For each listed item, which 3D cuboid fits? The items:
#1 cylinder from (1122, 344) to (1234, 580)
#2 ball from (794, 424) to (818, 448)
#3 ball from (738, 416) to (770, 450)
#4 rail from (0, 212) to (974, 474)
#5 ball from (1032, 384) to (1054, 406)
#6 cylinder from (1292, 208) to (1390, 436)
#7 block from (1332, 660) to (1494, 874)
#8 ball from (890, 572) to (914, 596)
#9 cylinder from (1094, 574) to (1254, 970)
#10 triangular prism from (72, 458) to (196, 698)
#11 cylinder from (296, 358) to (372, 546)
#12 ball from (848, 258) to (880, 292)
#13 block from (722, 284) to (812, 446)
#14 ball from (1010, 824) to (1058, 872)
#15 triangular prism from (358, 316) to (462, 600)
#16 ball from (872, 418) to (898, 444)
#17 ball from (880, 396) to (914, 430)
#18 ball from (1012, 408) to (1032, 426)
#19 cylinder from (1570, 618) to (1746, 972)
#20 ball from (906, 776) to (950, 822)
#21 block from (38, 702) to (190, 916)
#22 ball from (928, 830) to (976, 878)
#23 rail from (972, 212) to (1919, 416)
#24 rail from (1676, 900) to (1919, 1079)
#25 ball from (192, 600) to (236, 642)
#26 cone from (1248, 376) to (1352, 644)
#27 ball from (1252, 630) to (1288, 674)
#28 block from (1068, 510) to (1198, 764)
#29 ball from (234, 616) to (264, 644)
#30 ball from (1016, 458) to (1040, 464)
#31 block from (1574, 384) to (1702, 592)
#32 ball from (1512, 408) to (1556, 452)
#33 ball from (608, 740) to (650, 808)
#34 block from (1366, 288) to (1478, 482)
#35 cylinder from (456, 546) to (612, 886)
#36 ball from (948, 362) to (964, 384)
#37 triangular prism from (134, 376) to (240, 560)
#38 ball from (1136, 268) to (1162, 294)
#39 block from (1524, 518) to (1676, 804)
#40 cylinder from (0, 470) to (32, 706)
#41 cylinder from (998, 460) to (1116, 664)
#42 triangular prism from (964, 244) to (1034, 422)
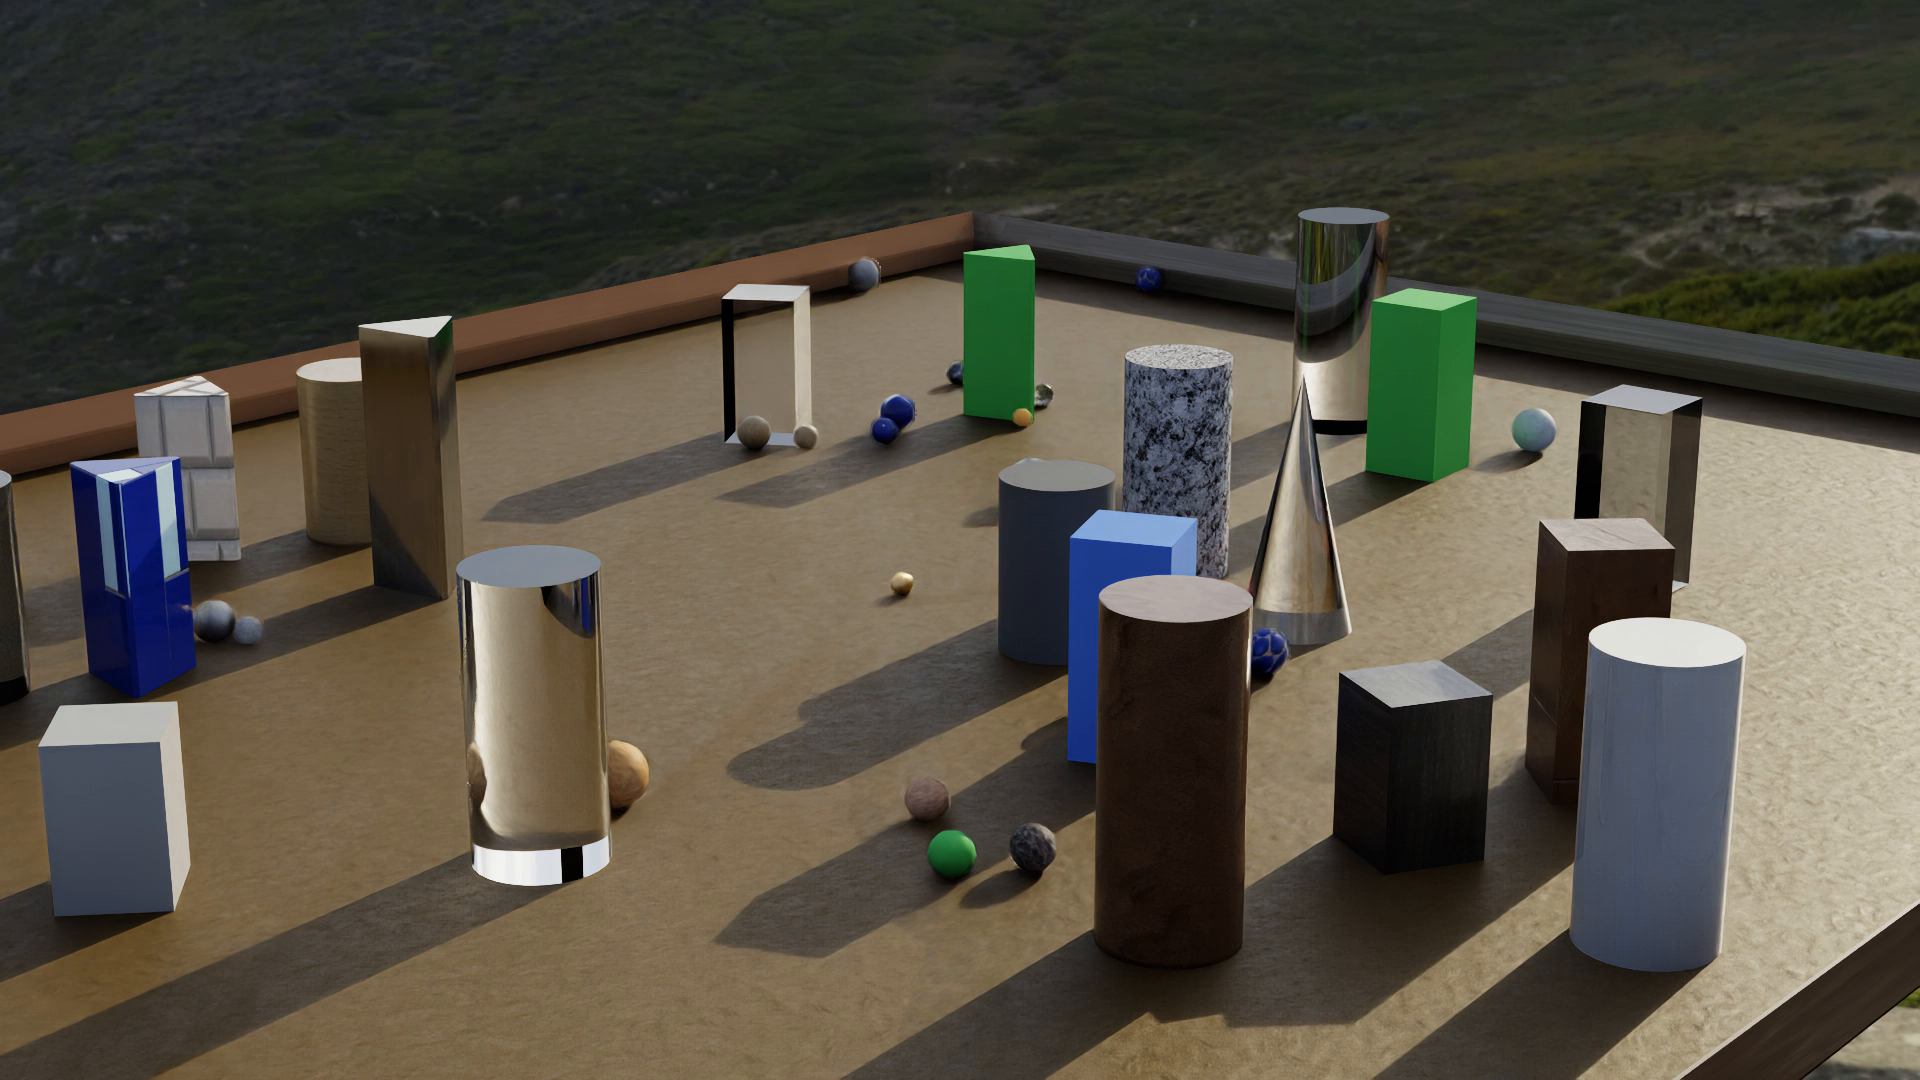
[{"bbox_3d":[0.385,-0.134,5.208,0.190,0.392,0.190,0,17,0],"label":"cylinder"},{"bbox_3d":[-0.318,-0.214,6.064,0.050,0.050,0.050,0,17,0],"label":"ball"},{"bbox_3d":[-0.426,-0.222,6.057,0.069,0.069,0.069,0,17,0],"label":"ball"},{"bbox_3d":[-1.445,-0.332,6.322,0.045,0.124,4.565,14,22,39],"label":"rail"},{"bbox_3d":[0.181,-0.318,6.411,0.047,0.047,0.047,0,17,0],"label":"ball"},{"bbox_3d":[0.802,-0.463,6.196,0.190,0.450,0.190,0,17,0],"label":"cylinder"},{"bbox_3d":[0.617,0.308,4.006,0.152,0.239,0.152,-6,18,-19],"label":"block"},{"bbox_3d":[-0.101,0.076,5.119,0.040,0.040,0.040,0,17,0],"label":"ball"},{"bbox_3d":[0.266,0.291,3.687,0.190,0.458,0.190,0,17,0],"label":"cylinder"},{"bbox_3d":[-1.297,0.049,4.671,0.143,0.351,0.165,-14,22,-39],"label":"triangular prism"},{"bbox_3d":[-1.127,-0.165,5.450,0.190,0.311,0.190,0,17,0],"label":"cylinder"},{"bbox_3d":[-0.249,-0.683,7.560,0.083,0.083,0.083,0,17,0],"label":"ball"},{"bbox_3d":[-0.403,-0.367,6.127,0.152,0.306,0.152,3,17,9],"label":"block"},{"bbox_3d":[0.099,0.415,3.955,0.064,0.064,0.064,0,17,0],"label":"ball"},{"bbox_3d":[-0.928,-0.150,5.130,0.165,0.467,0.143,10,20,30],"label":"triangular prism"},{"bbox_3d":[-0.156,-0.227,6.099,0.054,0.054,0.054,0,17,0],"label":"ball"},{"bbox_3d":[-0.134,-0.271,6.211,0.073,0.073,0.073,0,17,0],"label":"ball"},{"bbox_3d":[0.132,-0.261,6.235,0.041,0.041,0.041,0,17,0],"label":"ball"},{"bbox_3d":[0.876,0.319,3.690,0.190,0.402,0.190,0,17,0],"label":"cylinder"},{"bbox_3d":[-0.046,0.364,4.126,0.063,0.063,0.063,0,17,0],"label":"ball"},{"bbox_3d":[-1.112,0.353,3.864,0.152,0.236,0.152,-2,17,-6],"label":"block"},{"bbox_3d":[-0.011,0.421,3.934,0.065,0.065,0.065,0,17,0],"label":"ball"},{"bbox_3d":[1.481,-0.462,6.753,3.875,0.124,0.045,14,22,39],"label":"rail"},{"bbox_3d":[1.445,0.394,3.920,0.045,0.124,4.565,14,22,39],"label":"rail"},{"bbox_3d":[-1.240,0.135,4.871,0.071,0.071,0.071,0,17,0],"label":"ball"},{"bbox_3d":[0.566,-0.064,4.893,0.190,0.440,0.190,0,17,0],"label":"cone"},{"bbox_3d":[0.492,0.180,4.720,0.073,0.073,0.073,0,17,0],"label":"ball"},{"bbox_3d":[0.256,0.148,4.354,0.152,0.346,0.152,5,18,17],"label":"block"},{"bbox_3d":[-1.180,0.149,4.866,0.046,0.046,0.046,0,17,0],"label":"ball"},{"bbox_3d":[0.138,-0.114,5.664,0.090,0.090,0.090,0,17,0],"label":"ball"},{"bbox_3d":[1.181,-0.082,5.125,0.152,0.339,0.152,13,21,38],"label":"block"},{"bbox_3d":[1.182,-0.227,6.037,0.091,0.091,0.091,0,17,0],"label":"ball"},{"bbox_3d":[-0.490,0.334,4.171,0.095,0.095,0.095,0,17,0],"label":"ball"},{"bbox_3d":[0.923,-0.312,5.870,0.152,0.348,0.152,12,21,35],"label":"block"},{"bbox_3d":[-0.571,0.234,3.944,0.190,0.417,0.190,0,17,0],"label":"cylinder"},{"bbox_3d":[-0.003,-0.375,6.592,0.052,0.052,0.052,0,17,0],"label":"ball"},{"bbox_3d":[-1.393,-0.132,5.344,0.165,0.308,0.143,0,17,-2],"label":"triangular prism"},{"bbox_3d":[0.486,-0.667,7.530,0.068,0.068,0.068,0,17,0],"label":"ball"},{"bbox_3d":[0.916,0.173,4.211,0.152,0.380,0.152,-1,17,-4],"label":"block"},{"bbox_3d":[-1.569,0.077,4.591,0.190,0.345,0.190,0,17,0],"label":"cylinder"},{"bbox_3d":[0.158,0.035,4.816,0.190,0.294,0.190,0,17,0],"label":"cylinder"},{"bbox_3d":[0.113,-0.450,6.318,0.165,0.353,0.143,8,19,26],"label":"triangular prism"}]
